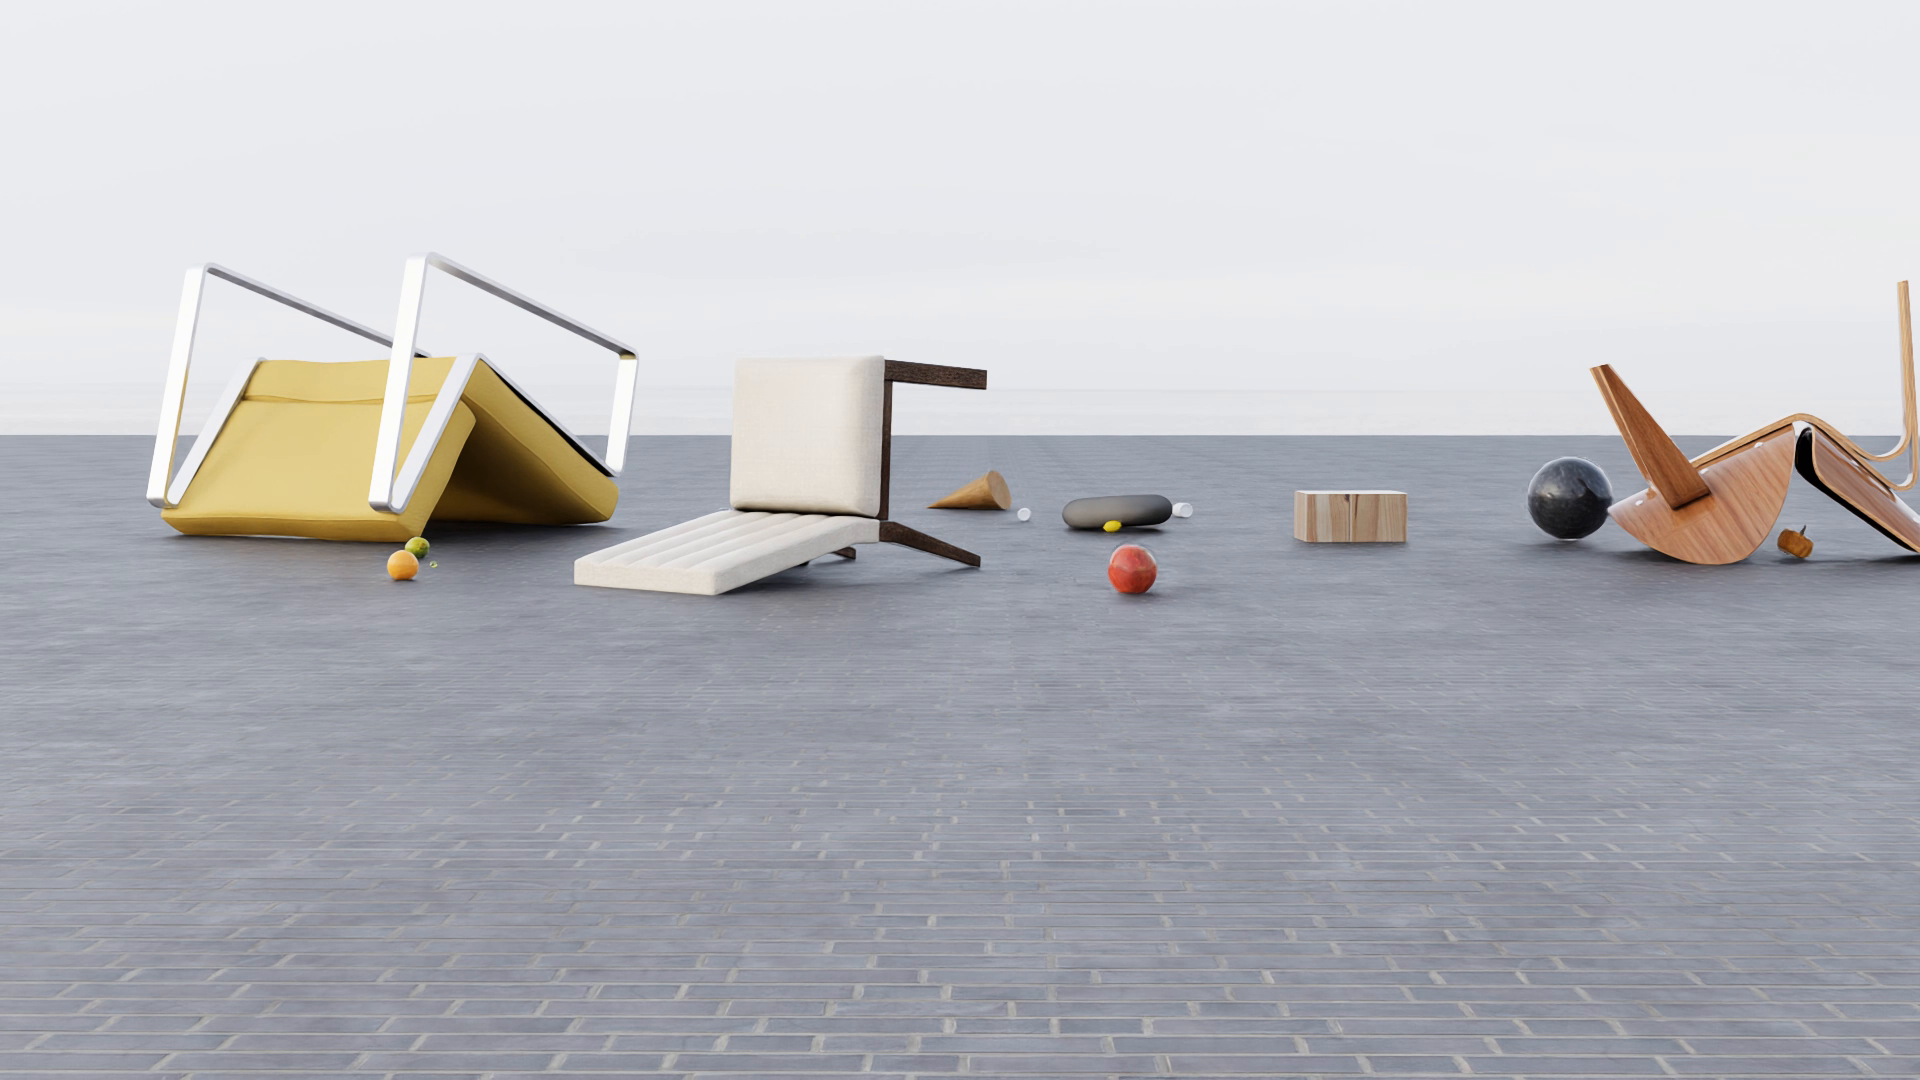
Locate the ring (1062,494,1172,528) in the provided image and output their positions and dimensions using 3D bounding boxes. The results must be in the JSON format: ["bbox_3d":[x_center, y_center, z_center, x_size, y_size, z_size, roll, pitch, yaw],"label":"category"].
[{"bbox_3d":[0.504,-0.091,7.052,0.343,0.097,0.381,-3,-1,-29],"label":"ring"}]

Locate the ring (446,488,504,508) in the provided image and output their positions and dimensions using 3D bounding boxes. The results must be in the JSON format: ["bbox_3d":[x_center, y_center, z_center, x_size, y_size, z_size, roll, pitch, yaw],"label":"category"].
[{"bbox_3d":[-1.856,-0.161,8.413,0.217,0.066,0.217,-4,4,-32],"label":"ring"}]

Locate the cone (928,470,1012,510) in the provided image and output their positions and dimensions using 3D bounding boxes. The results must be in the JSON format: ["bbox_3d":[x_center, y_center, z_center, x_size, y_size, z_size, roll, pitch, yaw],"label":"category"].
[{"bbox_3d":[0.008,-0.153,8.240,0.308,0.142,0.214,-13,-21,22],"label":"cone"}]

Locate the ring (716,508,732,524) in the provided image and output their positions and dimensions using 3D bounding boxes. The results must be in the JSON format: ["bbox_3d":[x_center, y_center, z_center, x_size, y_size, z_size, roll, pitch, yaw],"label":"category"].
[{"bbox_3d":[-0.788,-0.081,7.355,0.039,0.055,0.049,13,14,-26],"label":"ring"}]

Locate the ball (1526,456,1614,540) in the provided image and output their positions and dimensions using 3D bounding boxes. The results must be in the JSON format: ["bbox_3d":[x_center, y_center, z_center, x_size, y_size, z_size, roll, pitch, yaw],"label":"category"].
[{"bbox_3d":[1.815,-0.124,6.545,0.248,0.248,0.248,0,4,0],"label":"ball"}]

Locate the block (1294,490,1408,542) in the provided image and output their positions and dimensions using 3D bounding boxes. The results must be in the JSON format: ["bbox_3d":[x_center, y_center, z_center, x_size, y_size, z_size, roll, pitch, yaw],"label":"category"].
[{"bbox_3d":[1.165,-0.072,6.568,0.298,0.141,0.195,0,4,-3],"label":"block"}]
